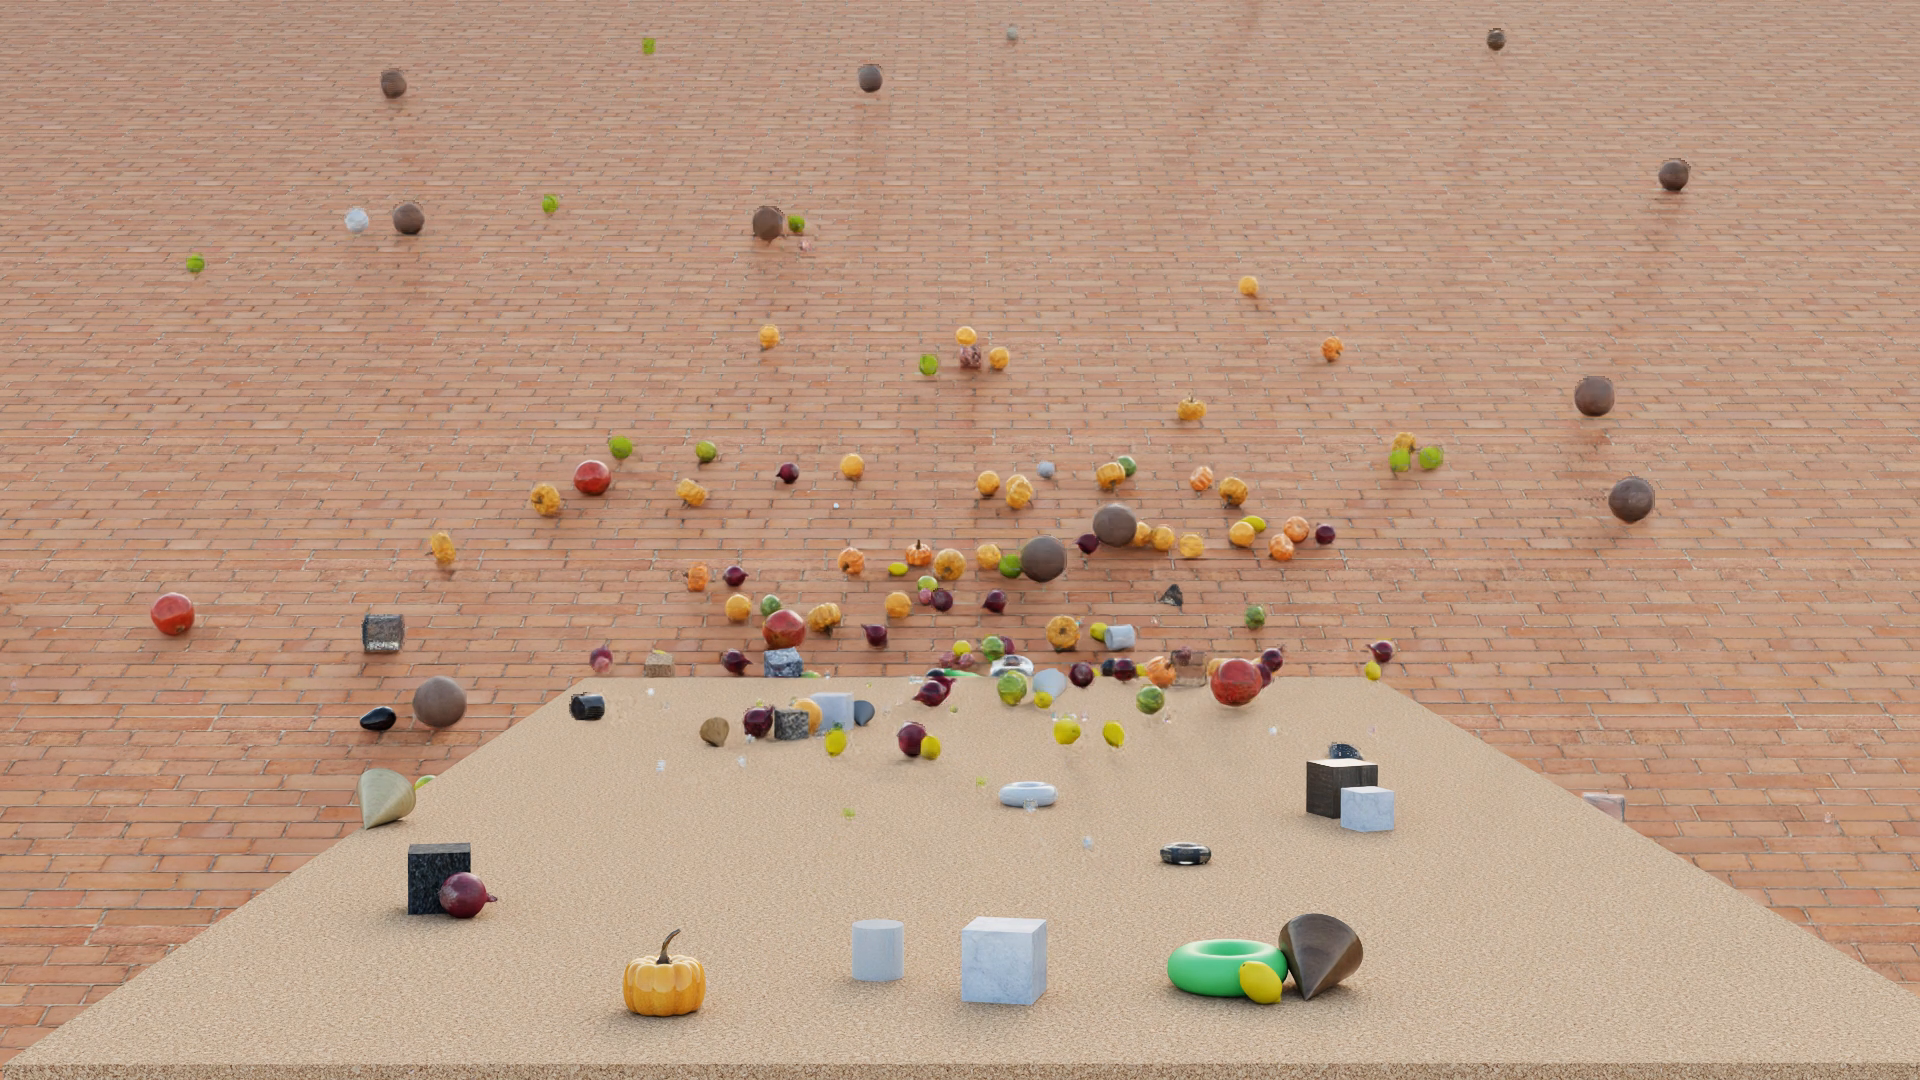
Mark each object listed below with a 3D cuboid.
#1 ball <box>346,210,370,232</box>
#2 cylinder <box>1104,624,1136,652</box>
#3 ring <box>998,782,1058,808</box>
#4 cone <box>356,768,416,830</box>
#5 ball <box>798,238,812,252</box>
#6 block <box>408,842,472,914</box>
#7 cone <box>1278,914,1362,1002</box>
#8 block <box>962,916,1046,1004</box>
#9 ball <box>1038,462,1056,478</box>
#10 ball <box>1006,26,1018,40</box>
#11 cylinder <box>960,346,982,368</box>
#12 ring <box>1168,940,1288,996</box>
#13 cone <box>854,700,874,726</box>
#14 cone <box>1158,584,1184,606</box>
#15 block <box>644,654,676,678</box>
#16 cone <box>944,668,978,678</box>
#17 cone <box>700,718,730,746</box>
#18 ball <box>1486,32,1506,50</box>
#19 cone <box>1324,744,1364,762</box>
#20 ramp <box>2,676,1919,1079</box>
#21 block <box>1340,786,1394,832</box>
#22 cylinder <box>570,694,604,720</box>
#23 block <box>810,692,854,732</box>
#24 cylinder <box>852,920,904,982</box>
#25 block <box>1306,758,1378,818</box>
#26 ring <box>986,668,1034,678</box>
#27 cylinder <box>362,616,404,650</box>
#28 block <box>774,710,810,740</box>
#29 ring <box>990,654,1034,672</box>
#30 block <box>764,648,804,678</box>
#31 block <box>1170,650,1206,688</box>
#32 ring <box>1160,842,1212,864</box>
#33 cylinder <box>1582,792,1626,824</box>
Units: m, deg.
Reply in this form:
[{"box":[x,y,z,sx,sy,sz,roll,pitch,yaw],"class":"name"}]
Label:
[{"box":[-2.464,-1.305,10.523,0.094,0.094,0.094,0,23,0],"class":"ball"},{"box":[0.428,0.263,6.894,0.063,0.063,0.063,-7,24,-16],"class":"cylinder"},{"box":[0.114,0.426,4.308,0.100,0.033,0.100,-1,3,0],"class":"ring"},{"box":[-0.925,0.430,4.076,0.099,0.099,0.099,3,29,8],"class":"cone"},{"box":[-0.618,-1.178,10.284,0.050,0.050,0.050,0,23,0],"class":"ball"},{"box":[-0.680,0.442,3.367,0.079,0.079,0.079,0,2,-10],"class":"block"},{"box":[0.391,0.482,2.851,0.096,0.096,0.096,7,31,16],"class":"cone"},{"box":[0.049,0.464,2.845,0.079,0.079,0.079,1,2,14],"class":"block"},{"box":[0.271,-0.219,8.035,0.052,0.052,0.052,0,23,0],"class":"ball"},{"box":[0.282,-2.734,13.899,0.072,0.072,0.072,0,23,0],"class":"ball"},{"box":[0.036,-0.640,8.997,0.071,0.071,0.071,-4,23,-1],"class":"cylinder"},{"box":[0.300,0.480,2.886,0.136,0.045,0.136,-1,3,0],"class":"ring"},{"box":[-0.210,0.380,5.470,0.059,0.059,0.059,-2,37,-5],"class":"cone"},{"box":[0.577,0.160,7.176,0.065,0.065,0.065,-17,11,34],"class":"cone"},{"box":[-0.781,0.340,6.707,0.067,0.067,0.067,1,23,3],"class":"block"},{"box":[-0.016,0.355,6.581,0.099,0.099,0.099,-22,44,23],"class":"cone"},{"box":[-0.479,0.395,5.111,0.062,0.062,0.062,-8,32,-18],"class":"cone"},{"box":[2.848,-2.651,13.668,0.100,0.100,0.100,0,23,0],"class":"ball"},{"box":[0.678,0.414,4.587,0.072,0.072,0.072,6,31,14],"class":"cone"},{"box":[0.053,0.482,4.539,2.000,0.100,4.000,0,2,0],"class":"ramp"},{"box":[0.641,0.422,4.046,0.060,0.060,0.060,-1,3,-22],"class":"block"},{"box":[-0.806,0.362,5.577,0.053,0.053,0.053,-3,20,-41],"class":"cylinder"},{"box":[-0.267,0.360,5.384,0.075,0.075,0.075,0,2,11],"class":"block"},{"box":[-0.094,0.470,2.948,0.060,0.060,0.060,0,2,0],"class":"cylinder"},{"box":[0.622,0.405,4.195,0.084,0.084,0.084,-1,3,-23],"class":"block"},{"box":[0.127,0.365,6.594,0.134,0.134,0.045,-3,63,-8],"class":"ring"},{"box":[-1.543,0.249,6.889,0.091,0.091,0.091,-1,23,-2],"class":"cylinder"},{"box":[-0.342,0.376,5.240,0.055,0.055,0.055,-1,3,-24],"class":"block"},{"box":[0.137,0.337,6.753,0.115,0.038,0.115,-1,24,0],"class":"ring"},{"box":[-0.459,0.339,6.689,0.083,0.083,0.083,-7,24,-17],"class":"block"},{"box":[0.560,0.316,6.322,0.082,0.082,0.082,0,2,10],"class":"block"},{"box":[0.327,0.454,3.727,0.075,0.025,0.075,1,2,0],"class":"ring"},{"box":[1.491,0.639,5.975,0.093,0.093,0.093,9,25,11],"class":"cylinder"}]
